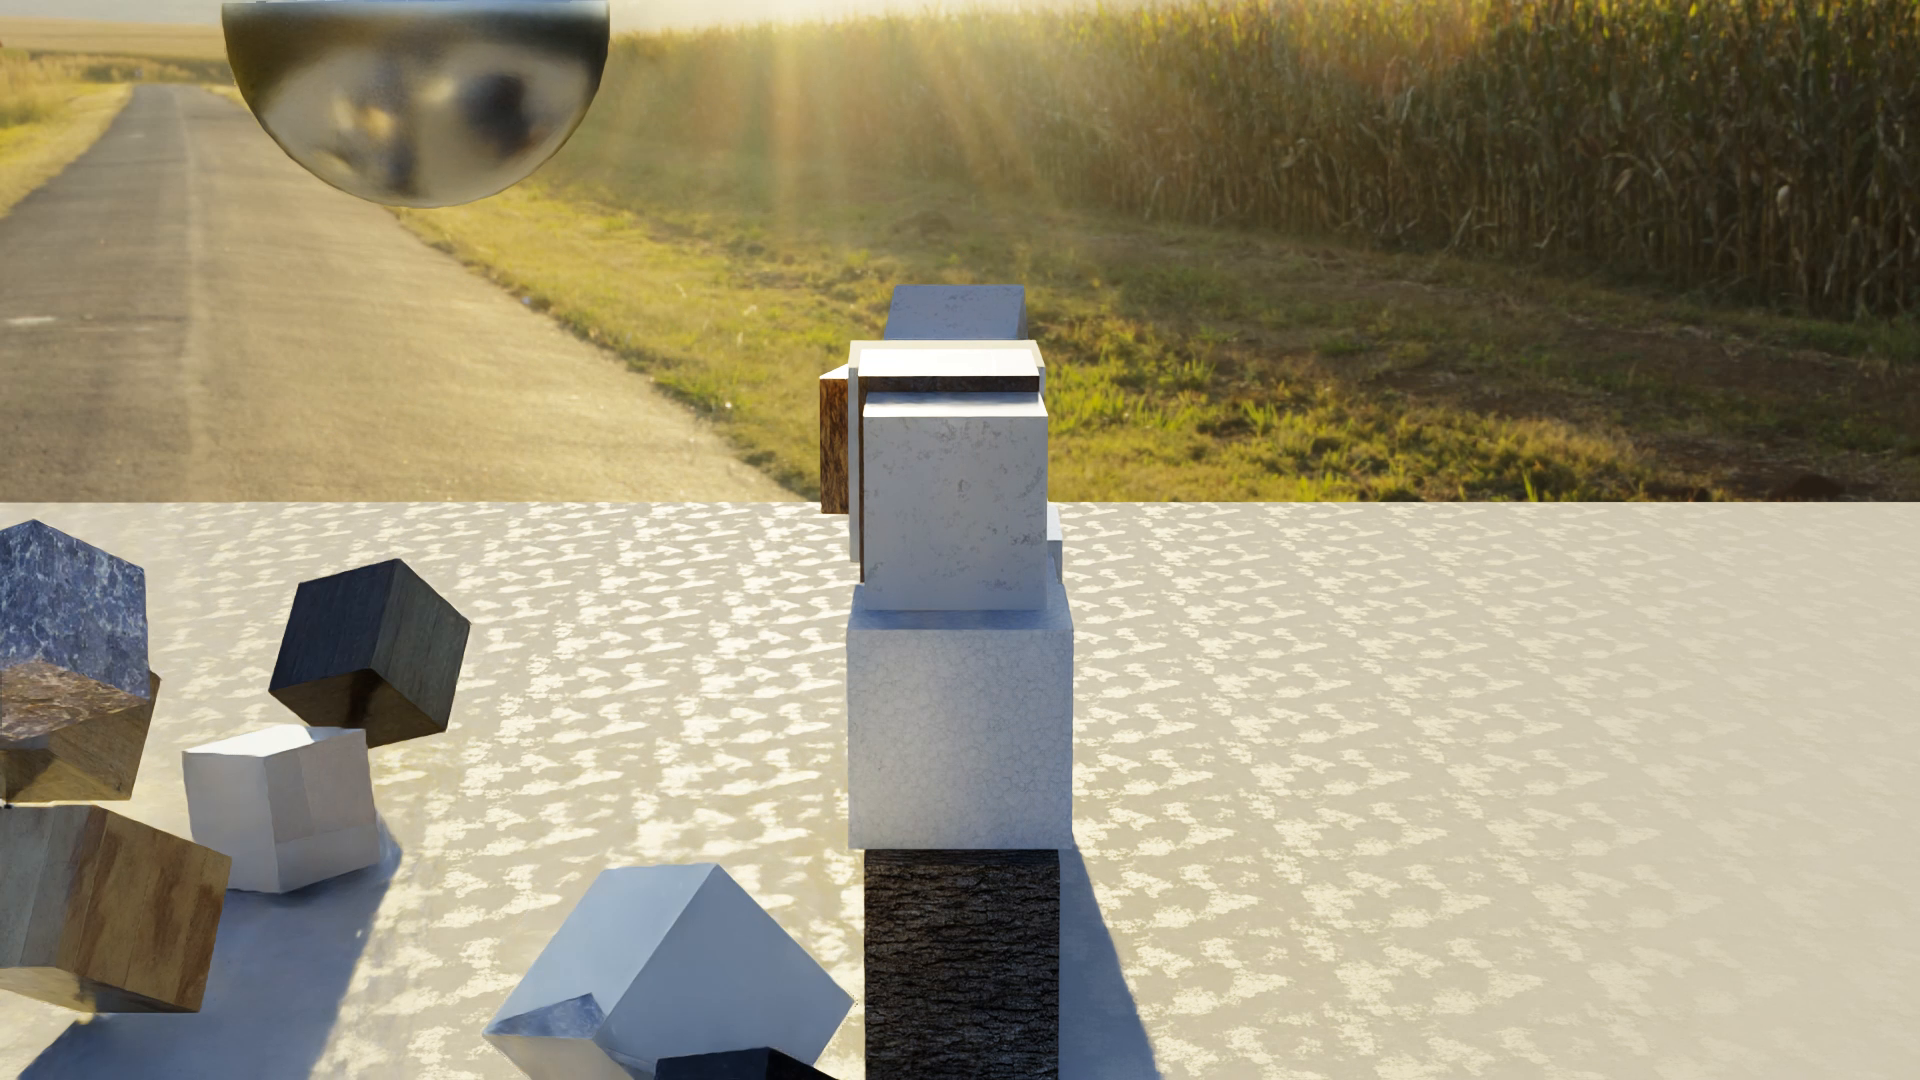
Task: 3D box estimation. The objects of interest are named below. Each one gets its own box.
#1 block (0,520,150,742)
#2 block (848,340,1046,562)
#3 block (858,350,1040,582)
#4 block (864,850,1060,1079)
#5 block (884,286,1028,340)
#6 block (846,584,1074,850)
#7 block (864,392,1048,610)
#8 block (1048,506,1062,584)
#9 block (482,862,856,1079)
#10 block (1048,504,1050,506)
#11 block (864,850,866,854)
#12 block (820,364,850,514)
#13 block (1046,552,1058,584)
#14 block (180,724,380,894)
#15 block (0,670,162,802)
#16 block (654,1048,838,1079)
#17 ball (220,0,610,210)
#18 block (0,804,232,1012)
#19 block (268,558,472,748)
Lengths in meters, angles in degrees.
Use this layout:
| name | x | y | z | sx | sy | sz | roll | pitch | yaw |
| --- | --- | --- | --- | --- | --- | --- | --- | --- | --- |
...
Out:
| name | x | y | z | sx | sy | sz | roll | pitch | yaw |
| --- | --- | --- | --- | --- | --- | --- | --- | --- | --- |
| block | -3.581 | 0.359 | 9.826 | 0.632 | 0.556 | 0.652 | -16 | -22 | 16 |
| block | -0.065 | -0.396 | 11.091 | 0.818 | 0.828 | 0.784 | 0 | 12 | -1 |
| block | -0.050 | -0.310 | 10.302 | 0.696 | 0.815 | 0.751 | 0 | 12 | -1 |
| block | 0.006 | 1.450 | 9.382 | 0.683 | 0.790 | 0.790 | 0 | 10 | 0 |
| block | -0.017 | -0.758 | 13.071 | 0.667 | 0.751 | 0.802 | 1 | 41 | 8 |
| block | 0.000 | 0.634 | 9.432 | 0.796 | 0.798 | 0.803 | 0 | 10 | 0 |
| block | -0.021 | -0.158 | 9.577 | 0.660 | 0.708 | 0.710 | 0 | 10 | -1 |
| block | 0.040 | 0.270 | 11.664 | 0.822 | 0.721 | 0.712 | 0 | 13 | 0 |
| block | -0.924 | 1.515 | 8.142 | 0.697 | 0.677 | 0.680 | -12 | 36 | 51 |
| block | 0.000 | 0.120 | 12.421 | 0.828 | 0.723 | 0.796 | 0 | 10 | 0 |
| block | -0.018 | 1.078 | 11.626 | 0.806 | 0.719 | 0.812 | 0 | 10 | 0 |
| block | -0.227 | -0.473 | 11.896 | 0.704 | 0.625 | 0.654 | 2 | 10 | 11 |
| block | 0.005 | 0.476 | 10.244 | 0.754 | 0.699 | 0.826 | 0 | 12 | 0 |
| block | -2.982 | 1.172 | 11.278 | 0.551 | 0.599 | 0.564 | -1 | 8 | 35 |
| block | -4.383 | 0.833 | 12.257 | 0.718 | 0.633 | 0.664 | -3 | -27 | 19 |
| block | -0.591 | 1.798 | 7.461 | 0.421 | 0.476 | 0.514 | -13 | -33 | 33 |
| ball | -2.274 | -2.197 | 10.781 | 1.600 | 1.600 | 1.600 | 0 | 10 | 0 |
| block | -3.194 | 1.358 | 9.379 | 0.611 | 0.585 | 0.714 | -6 | -24 | 28 |
| block | -3.038 | 0.603 | 13.249 | 0.653 | 0.671 | 0.631 | -13 | -40 | 24 |
